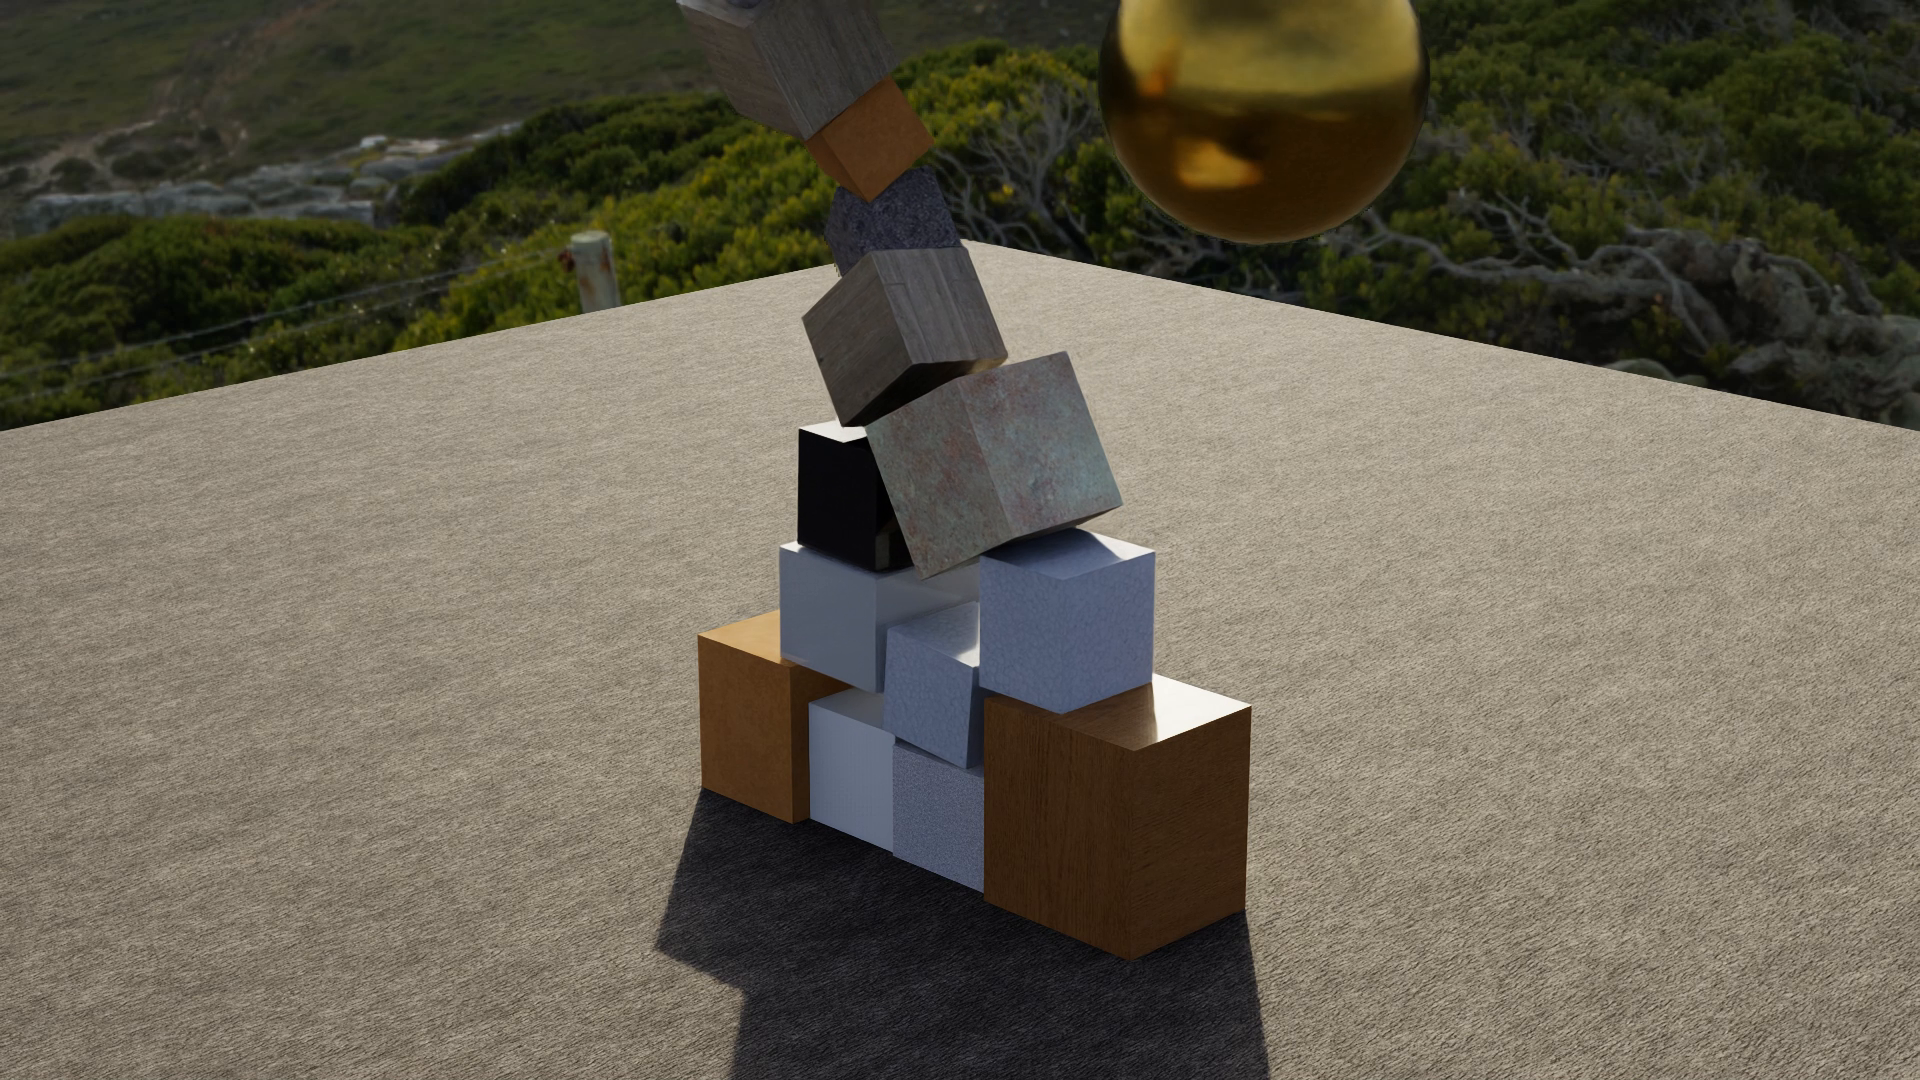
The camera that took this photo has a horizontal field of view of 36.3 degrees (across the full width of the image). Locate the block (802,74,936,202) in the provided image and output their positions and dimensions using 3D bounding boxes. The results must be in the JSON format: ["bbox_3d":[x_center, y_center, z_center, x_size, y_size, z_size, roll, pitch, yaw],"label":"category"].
[{"bbox_3d":[-0.481,-1.925,13.550,0.419,0.462,0.429,-43,41,-7],"label":"block"}]

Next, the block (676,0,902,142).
[{"bbox_3d":[-0.769,-2.281,13.183,0.589,0.626,0.598,-41,39,-16],"label":"block"}]

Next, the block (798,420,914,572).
[{"bbox_3d":[-0.366,-0.235,13.644,0.545,0.563,0.555,-14,23,-41],"label":"block"}]

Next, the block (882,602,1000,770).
[{"bbox_3d":[0.046,0.660,13.479,0.548,0.505,0.561,23,28,40],"label":"block"}]

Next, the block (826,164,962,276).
[{"bbox_3d":[-0.309,-1.397,13.893,0.471,0.513,0.463,-16,-18,-15],"label":"block"}]

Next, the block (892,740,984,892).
[{"bbox_3d":[0.136,1.209,13.576,0.626,0.554,0.640,-17,24,-42],"label":"block"}]

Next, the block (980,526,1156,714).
[{"bbox_3d":[0.474,0.348,12.984,0.593,0.614,0.502,-16,24,-42],"label":"block"}]

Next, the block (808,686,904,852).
[{"bbox_3d":[-0.300,1.054,13.999,0.593,0.594,0.593,-17,24,-42],"label":"block"}]

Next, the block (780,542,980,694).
[{"bbox_3d":[-0.377,0.298,13.830,0.671,0.554,0.665,-16,25,-42],"label":"block"}]

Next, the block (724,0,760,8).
[{"bbox_3d":[-0.992,-2.738,12.881,0.515,0.518,0.513,-44,40,-19],"label":"block"}]

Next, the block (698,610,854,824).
[{"bbox_3d":[-0.766,0.827,14.387,0.670,0.796,0.767,17,24,42],"label":"block"}]

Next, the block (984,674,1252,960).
[{"bbox_3d":[0.691,1.172,13.001,0.769,0.968,0.883,-17,24,-42],"label":"block"}]

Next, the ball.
[{"bbox_3d":[1.467,-2.233,14.177,1.600,1.600,1.600,0,17,0],"label":"ball"}]

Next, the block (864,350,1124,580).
[{"bbox_3d":[0.149,-0.333,13.126,0.692,0.738,0.687,-17,-5,-41],"label":"block"}]

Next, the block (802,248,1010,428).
[{"bbox_3d":[-0.257,-0.933,13.490,0.564,0.577,0.619,-7,-21,-39],"label":"block"}]
